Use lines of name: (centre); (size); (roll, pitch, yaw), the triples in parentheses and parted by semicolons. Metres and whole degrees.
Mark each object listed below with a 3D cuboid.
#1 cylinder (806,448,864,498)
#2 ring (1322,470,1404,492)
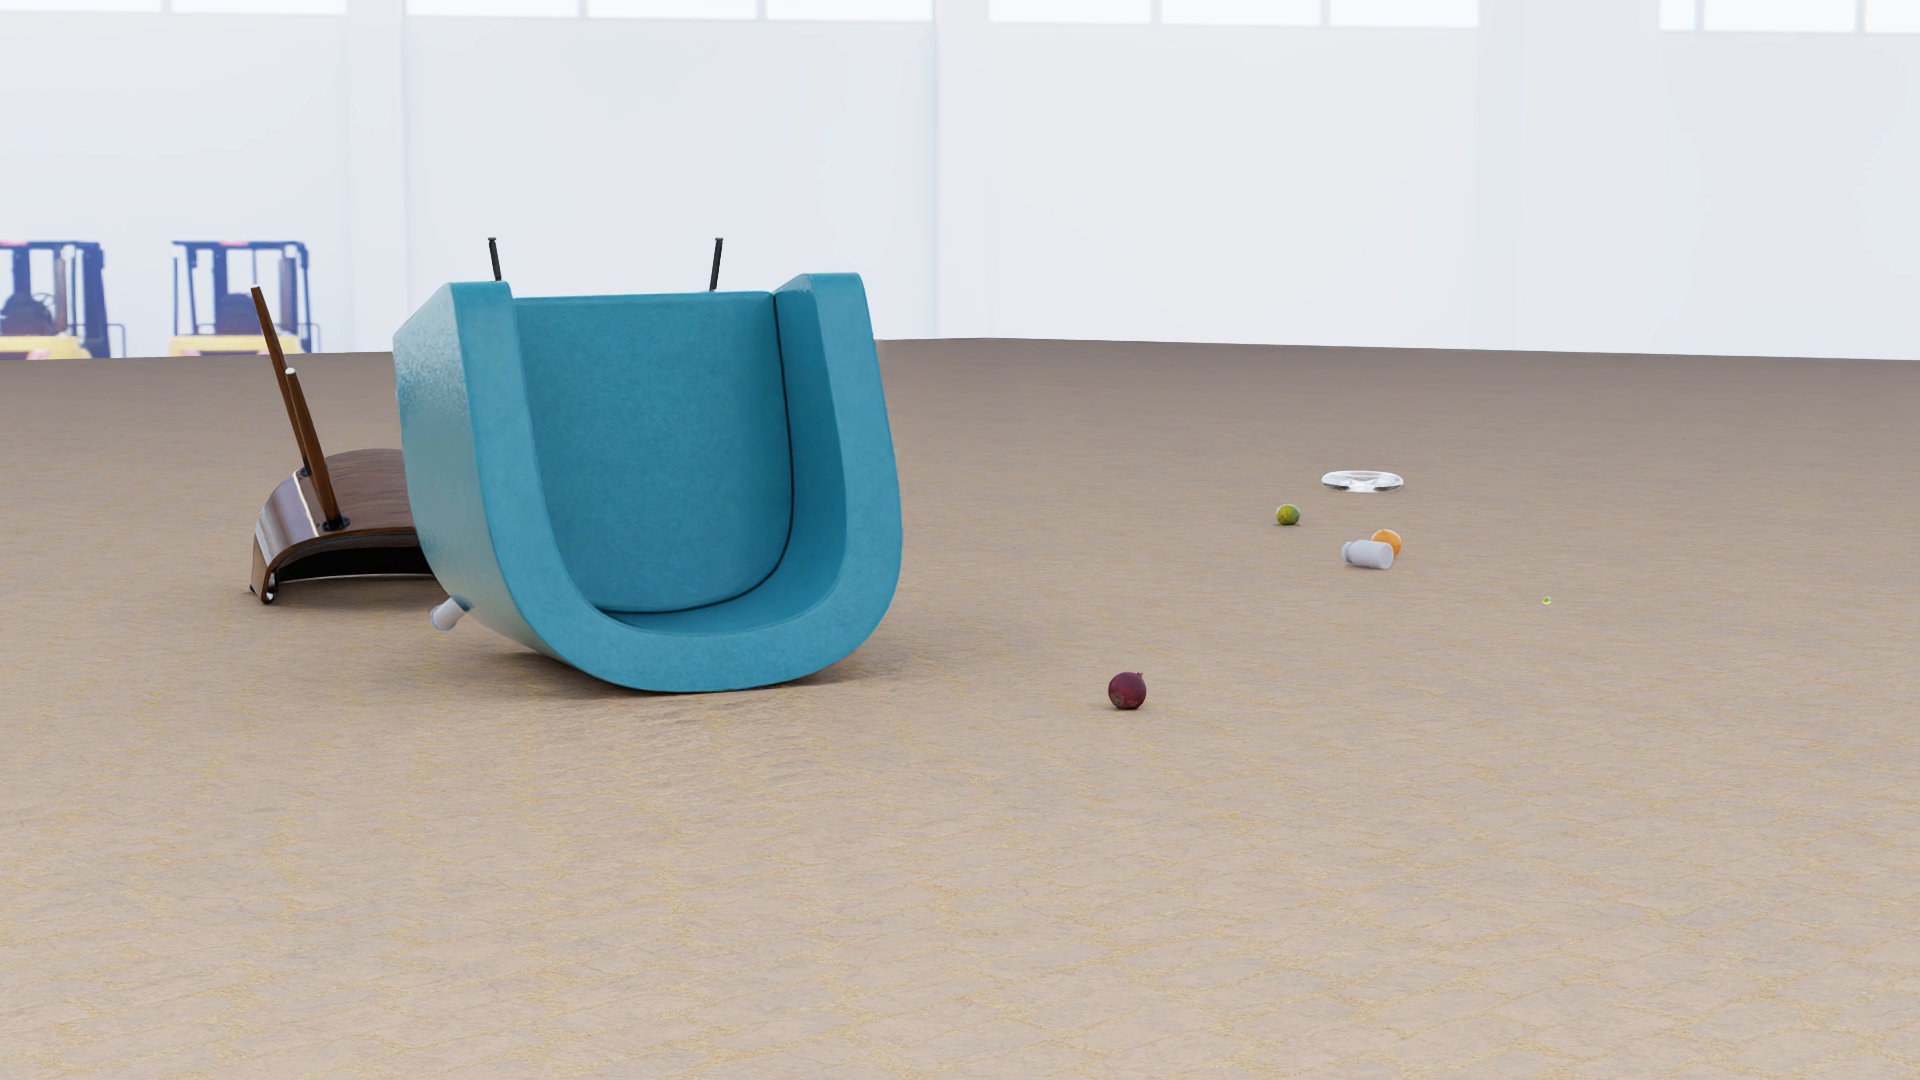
cylinder: (-0.373, -0.200, 7.687); (0.136, 0.136, 0.166); (11, 8, 11)
ring: (1.240, -0.180, 7.909); (0.250, 0.051, 0.256); (-1, 7, -12)
